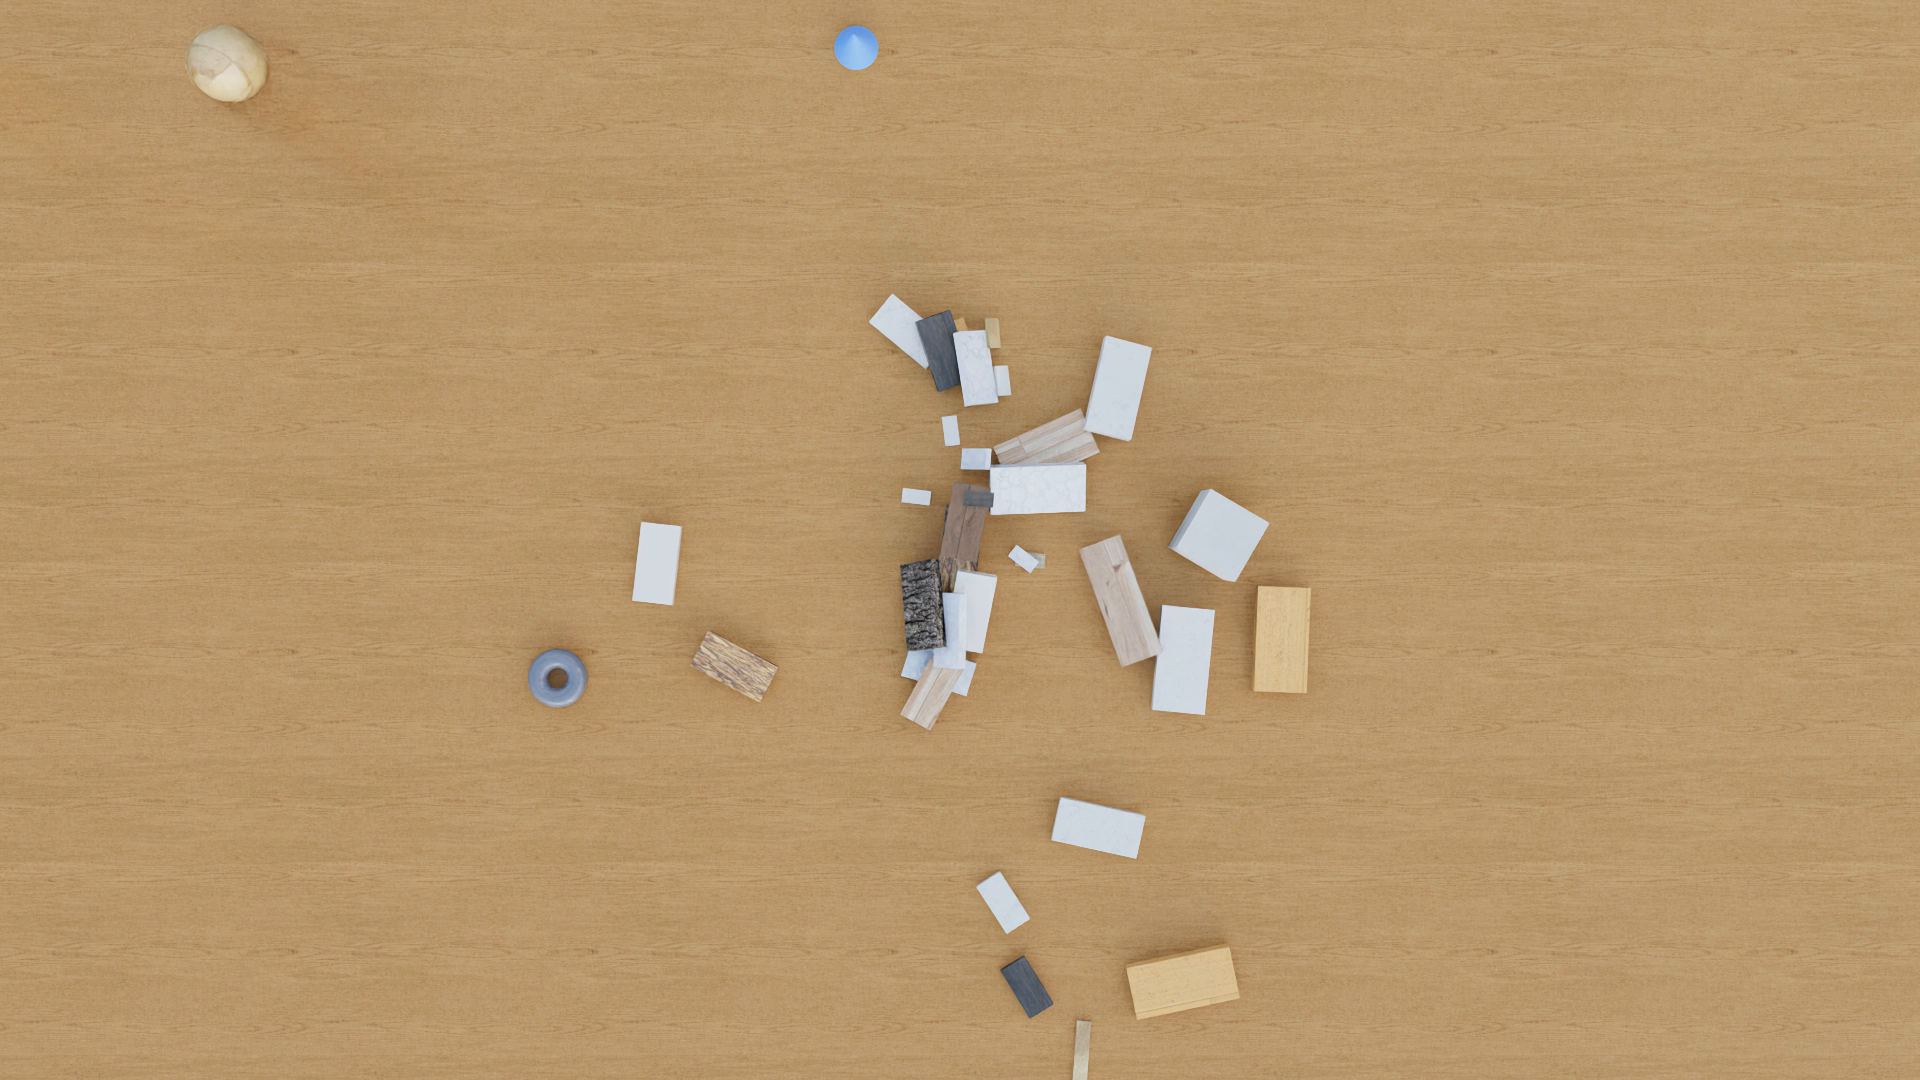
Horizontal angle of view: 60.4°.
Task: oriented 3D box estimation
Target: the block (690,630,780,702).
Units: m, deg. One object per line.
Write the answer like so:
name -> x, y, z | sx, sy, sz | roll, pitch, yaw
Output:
block -> -0.748, 0.419, 5.481 | 0.262, 0.037, 0.131 | 28, 90, 0

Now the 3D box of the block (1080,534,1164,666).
block -> 0.533, 0.201, 5.454 | 0.144, 0.041, 0.412 | -20, 86, 9

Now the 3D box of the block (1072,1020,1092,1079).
block -> 0.404, 1.721, 5.493 | 0.047, 0.013, 0.242 | 4, 90, 0

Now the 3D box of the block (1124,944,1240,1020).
block -> 0.738, 1.465, 5.475 | 0.347, 0.049, 0.174 | -12, 90, 0

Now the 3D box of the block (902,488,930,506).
block -> -0.145, -0.144, 5.493 | 0.094, 0.013, 0.047 | 7, 90, 0

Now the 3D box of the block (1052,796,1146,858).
block -> 0.459, 0.954, 5.480 | 0.287, 0.041, 0.144 | 12, 90, 0

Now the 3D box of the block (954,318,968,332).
block -> 0.004, -0.686, 5.493 | 0.049, 0.014, 0.099 | -20, 90, 0

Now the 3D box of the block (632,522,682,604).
block -> -1.005, 0.078, 5.481 | 0.131, 0.037, 0.262 | 7, 90, 0

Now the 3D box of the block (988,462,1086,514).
block -> 0.255, -0.171, 5.440 | 0.316, 0.045, 0.158 | -2, 106, -6

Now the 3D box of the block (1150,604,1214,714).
block -> 0.739, 0.396, 5.475 | 0.174, 0.049, 0.347 | 6, 90, 0

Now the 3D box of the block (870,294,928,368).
block -> -0.169, -0.693, 5.483 | 0.243, 0.034, 0.122 | 39, 90, 0

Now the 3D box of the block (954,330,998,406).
block -> 0.052, -0.568, 5.446 | 0.121, 0.034, 0.243 | -9, 90, -43

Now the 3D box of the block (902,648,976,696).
block -> -0.070, 0.430, 5.484 | 0.227, 0.032, 0.113 | 18, 90, 0

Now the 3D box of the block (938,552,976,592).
block -> -0.006, 0.165, 5.453 | 0.123, 0.035, 0.247 | -1, 104, 0

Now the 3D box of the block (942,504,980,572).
block -> 0.003, 0.013, 5.450 | 0.123, 0.035, 0.247 | 5, 104, -2

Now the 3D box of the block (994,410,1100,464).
block -> 0.286, -0.299, 5.478 | 0.316, 0.045, 0.158 | -24, 90, 0

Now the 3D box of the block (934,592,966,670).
block -> -0.033, 0.295, 5.385 | 0.113, 0.032, 0.244 | 1, 90, 44

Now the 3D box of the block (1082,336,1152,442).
block -> 0.520, -0.500, 5.454 | 0.158, 0.045, 0.316 | 14, 85, -7

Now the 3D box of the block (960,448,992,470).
block -> 0.053, -0.267, 5.439 | 0.019, 0.137, 0.068 | 4, 90, -36

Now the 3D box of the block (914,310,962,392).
block -> -0.053, -0.625, 5.451 | 0.121, 0.034, 0.243 | -20, 102, -7

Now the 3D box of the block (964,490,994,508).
block -> 0.061, -0.133, 5.357 | 0.097, 0.014, 0.049 | 4, 91, 1

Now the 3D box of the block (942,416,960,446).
block -> -0.030, -0.363, 5.493 | 0.049, 0.014, 0.097 | -7, 90, 0

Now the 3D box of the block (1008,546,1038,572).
block -> 0.211, 0.063, 5.480 | 0.094, 0.013, 0.047 | 37, 90, 0

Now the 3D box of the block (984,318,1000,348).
block -> 0.109, -0.687, 5.478 | 0.050, 0.014, 0.099 | -5, 90, -41

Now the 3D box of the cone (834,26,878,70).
cone -> -0.346, -1.641, 5.426 | 0.147, 0.147, 0.147 | 0, 90, 0

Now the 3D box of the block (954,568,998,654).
block -> 0.033, 0.233, 5.433 | 0.131, 0.037, 0.262 | 10, 104, -3

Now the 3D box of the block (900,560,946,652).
block -> -0.121, 0.215, 5.419 | 0.144, 0.041, 0.287 | -11, 80, 43

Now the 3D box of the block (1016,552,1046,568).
block -> 0.234, 0.067, 5.493 | 0.097, 0.014, 0.049 | 6, 90, 0

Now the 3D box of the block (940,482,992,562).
block -> 0.018, -0.059, 5.384 | 0.123, 0.035, 0.247 | 11, 91, 1

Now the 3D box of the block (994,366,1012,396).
block -> 0.140, -0.529, 5.481 | 0.050, 0.014, 0.099 | -7, 90, -33

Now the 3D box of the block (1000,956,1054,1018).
block -> 0.223, 1.486, 5.487 | 0.093, 0.026, 0.185 | -31, 90, 0

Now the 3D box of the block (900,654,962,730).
block -> -0.093, 0.501, 5.452 | 0.113, 0.032, 0.227 | 29, 90, 0

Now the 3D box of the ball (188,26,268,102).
ball -> -2.387, -1.552, 5.380 | 0.241, 0.241, 0.241 | 0, 90, 0

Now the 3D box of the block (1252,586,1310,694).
block -> 1.066, 0.329, 5.475 | 0.174, 0.049, 0.347 | 2, 90, 0

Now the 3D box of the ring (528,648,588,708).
ring -> -1.334, 0.458, 5.468 | 0.197, 0.066, 0.197 | 0, 90, -1

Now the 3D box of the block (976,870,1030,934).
block -> 0.143, 1.204, 5.487 | 0.093, 0.026, 0.185 | -33, 90, 0

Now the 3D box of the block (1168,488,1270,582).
block -> 0.842, -0.015, 5.391 | 0.218, 0.218, 0.218 | 30, 90, 0
